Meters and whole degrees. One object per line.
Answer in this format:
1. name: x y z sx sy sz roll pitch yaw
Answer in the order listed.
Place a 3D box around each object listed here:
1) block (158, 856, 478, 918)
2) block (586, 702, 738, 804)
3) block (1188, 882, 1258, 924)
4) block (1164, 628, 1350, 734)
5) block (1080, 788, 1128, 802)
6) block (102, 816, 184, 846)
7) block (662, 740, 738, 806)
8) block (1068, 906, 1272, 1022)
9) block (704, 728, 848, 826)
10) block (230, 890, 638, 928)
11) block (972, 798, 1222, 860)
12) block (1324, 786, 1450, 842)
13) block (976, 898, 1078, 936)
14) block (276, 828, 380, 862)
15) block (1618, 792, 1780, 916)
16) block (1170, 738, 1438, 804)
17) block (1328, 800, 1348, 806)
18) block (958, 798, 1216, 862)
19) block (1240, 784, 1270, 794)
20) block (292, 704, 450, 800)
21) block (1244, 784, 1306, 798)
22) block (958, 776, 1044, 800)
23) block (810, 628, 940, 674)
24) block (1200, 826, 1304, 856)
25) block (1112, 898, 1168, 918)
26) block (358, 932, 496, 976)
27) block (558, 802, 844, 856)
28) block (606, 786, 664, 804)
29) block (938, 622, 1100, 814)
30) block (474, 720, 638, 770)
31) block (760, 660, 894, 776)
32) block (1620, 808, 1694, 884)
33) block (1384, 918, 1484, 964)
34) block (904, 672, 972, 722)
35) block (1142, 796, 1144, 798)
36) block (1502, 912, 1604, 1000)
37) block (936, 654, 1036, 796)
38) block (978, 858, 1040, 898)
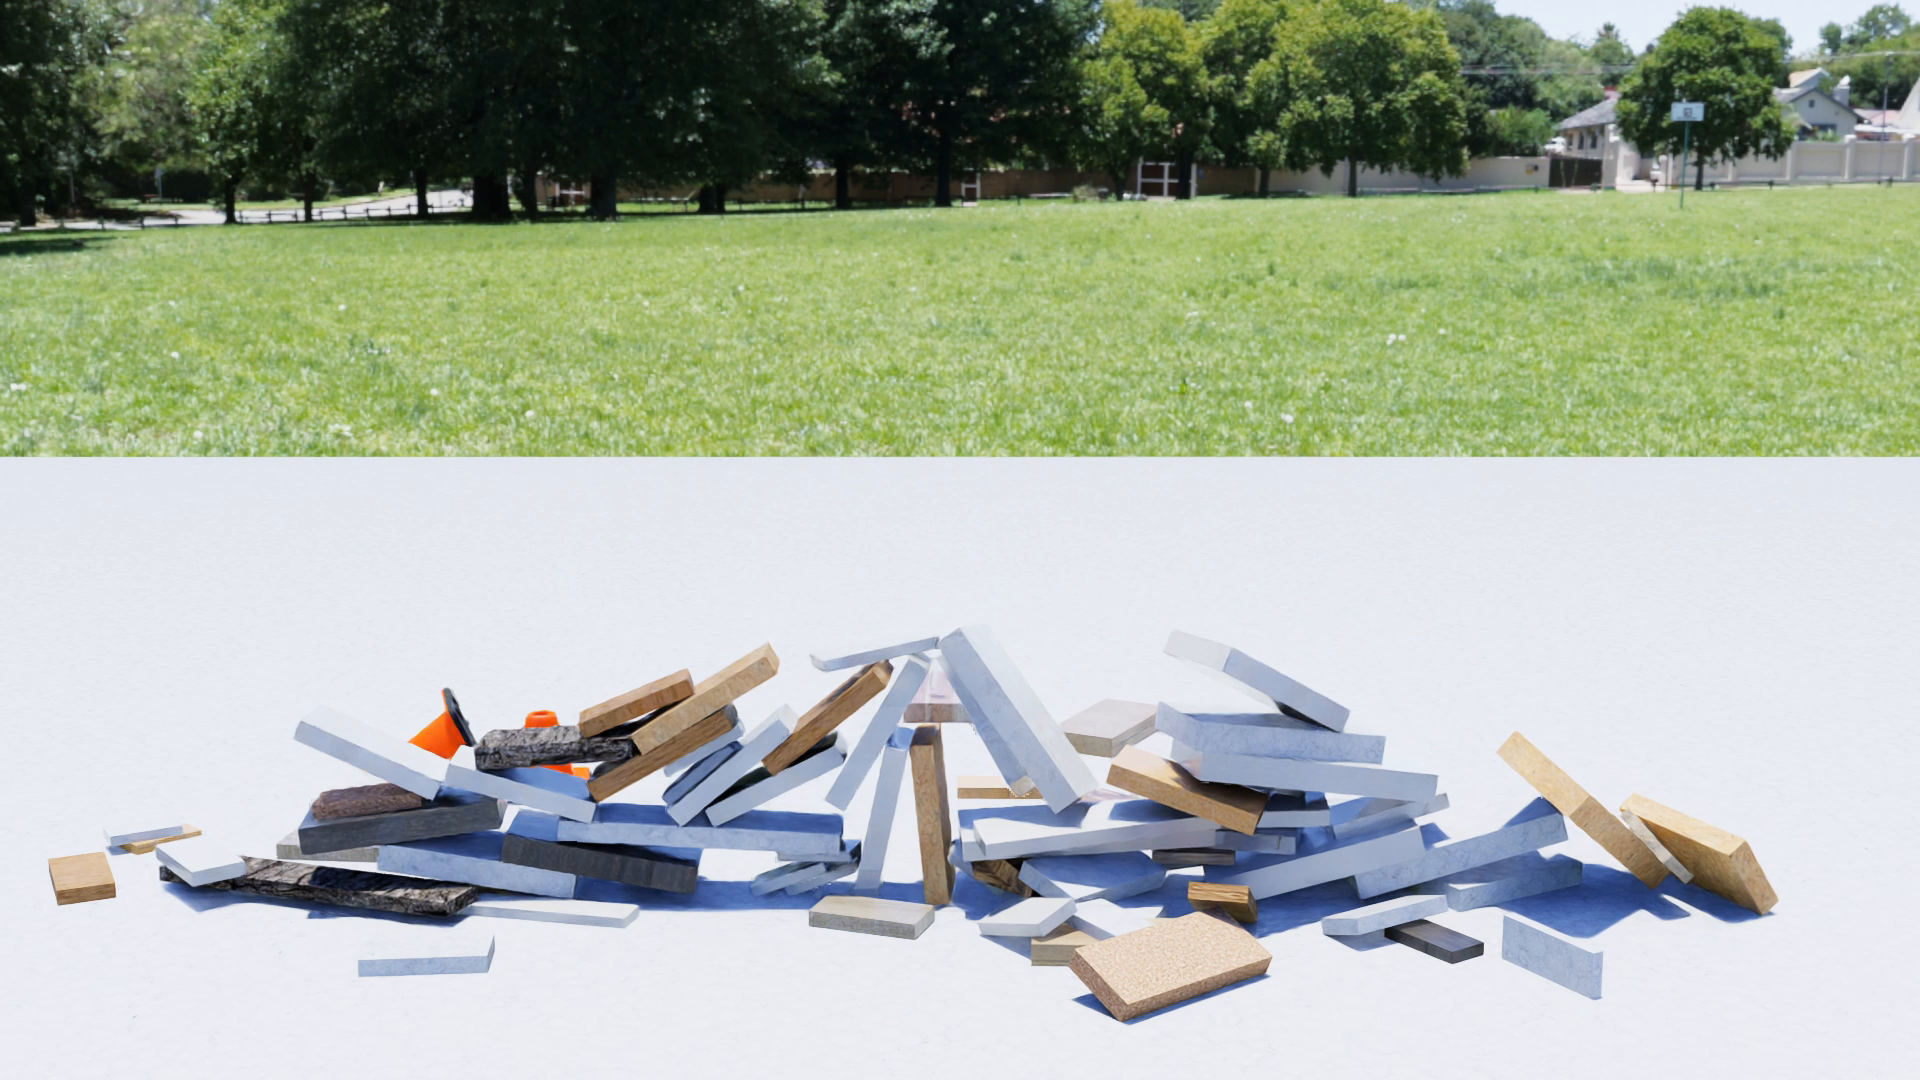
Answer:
1. block: -1.063 0.566 3.631 0.552 0.026 0.090 4 11 19
2. block: -0.490 0.343 3.631 0.254 0.036 0.127 -29 8 2
3. block: 0.413 0.569 3.447 0.091 0.026 0.212 2 -17 12
4. block: 0.477 0.226 3.522 0.290 0.041 0.145 27 -6 -34
5. block: 0.318 0.511 3.986 0.275 0.039 0.138 10 14 43
6. block: -1.454 0.518 3.913 0.123 0.017 0.062 -7 12 -32
7. block: -0.431 0.381 3.648 0.143 0.020 0.072 -40 6 6
8. block: 0.314 0.625 3.259 0.298 0.035 0.123 -8 37 -38
9. block: -0.302 0.392 3.645 0.241 0.034 0.121 -26 8 4
10. block: -0.868 0.591 3.614 0.701 0.017 0.062 2 11 13
11. block: 0.221 0.458 3.541 0.389 0.026 0.091 -6 18 -11
12. block: 0.702 0.446 3.646 0.195 0.028 0.098 -16 10 -3
13. block: 0.105 0.589 3.437 0.079 0.022 0.158 -30 10 -35
14. block: -1.007 0.539 3.869 0.366 0.027 0.096 1 11 6
15. block: 1.228 0.522 3.666 0.039 0.138 0.275 -39 21 -11
16. block: 0.562 0.370 3.605 0.401 0.047 0.167 7 6 -11
17. block: 0.606 0.481 3.865 0.247 0.035 0.123 -2 0 28
18. block: 0.205 0.471 3.602 0.410 0.035 0.123 -3 18 -3
19. block: 0.465 0.398 3.648 0.057 0.016 0.114 13 -6 38
20. block: -0.958 0.349 3.613 0.246 0.035 0.123 24 7 -3
21. block: 0.519 0.407 3.621 0.057 0.016 0.114 8 -5 36
22. block: 0.112 0.475 4.226 0.235 0.022 0.079 0 11 1
23. block: -0.139 0.181 3.603 0.202 0.020 0.072 -11 12 -19
24. block: 0.450 0.476 3.668 0.234 0.033 0.117 3 18 16
25. block: 0.226 0.600 3.539 0.195 0.028 0.098 4 11 20
26. block: -0.814 0.634 3.360 0.192 0.027 0.096 -1 11 -5
27. block: -0.427 0.477 3.656 0.461 0.035 0.123 3 9 -1
28. block: -0.596 0.500 4.085 0.090 0.026 0.181 -4 11 -18
29. block: 0.098 0.288 3.603 0.047 0.334 0.167 -37 -9 13
30. block: -0.659 0.337 3.619 0.254 0.036 0.127 -4 8 -1
31. block: -0.216 0.285 3.606 0.241 0.034 0.121 -39 6 11
32. block: 1.140 0.501 3.603 0.069 0.020 0.138 40 11 -29
33. block: 0.739 0.624 3.432 0.071 0.020 0.142 -7 13 -34
34. block: -0.047 0.346 4.870 0.145 0.041 0.290 0 11 0
35. block: 0.408 0.482 3.896 0.183 0.026 0.091 42 34 23
36. block: 0.887 0.622 3.300 0.020 0.071 0.186 -6 12 -29
37. block: 0.045 0.302 3.653 0.035 0.247 0.123 -31 -18 2
38. block: 0.162 0.526 3.669 0.117 0.033 0.261 34 28 34
